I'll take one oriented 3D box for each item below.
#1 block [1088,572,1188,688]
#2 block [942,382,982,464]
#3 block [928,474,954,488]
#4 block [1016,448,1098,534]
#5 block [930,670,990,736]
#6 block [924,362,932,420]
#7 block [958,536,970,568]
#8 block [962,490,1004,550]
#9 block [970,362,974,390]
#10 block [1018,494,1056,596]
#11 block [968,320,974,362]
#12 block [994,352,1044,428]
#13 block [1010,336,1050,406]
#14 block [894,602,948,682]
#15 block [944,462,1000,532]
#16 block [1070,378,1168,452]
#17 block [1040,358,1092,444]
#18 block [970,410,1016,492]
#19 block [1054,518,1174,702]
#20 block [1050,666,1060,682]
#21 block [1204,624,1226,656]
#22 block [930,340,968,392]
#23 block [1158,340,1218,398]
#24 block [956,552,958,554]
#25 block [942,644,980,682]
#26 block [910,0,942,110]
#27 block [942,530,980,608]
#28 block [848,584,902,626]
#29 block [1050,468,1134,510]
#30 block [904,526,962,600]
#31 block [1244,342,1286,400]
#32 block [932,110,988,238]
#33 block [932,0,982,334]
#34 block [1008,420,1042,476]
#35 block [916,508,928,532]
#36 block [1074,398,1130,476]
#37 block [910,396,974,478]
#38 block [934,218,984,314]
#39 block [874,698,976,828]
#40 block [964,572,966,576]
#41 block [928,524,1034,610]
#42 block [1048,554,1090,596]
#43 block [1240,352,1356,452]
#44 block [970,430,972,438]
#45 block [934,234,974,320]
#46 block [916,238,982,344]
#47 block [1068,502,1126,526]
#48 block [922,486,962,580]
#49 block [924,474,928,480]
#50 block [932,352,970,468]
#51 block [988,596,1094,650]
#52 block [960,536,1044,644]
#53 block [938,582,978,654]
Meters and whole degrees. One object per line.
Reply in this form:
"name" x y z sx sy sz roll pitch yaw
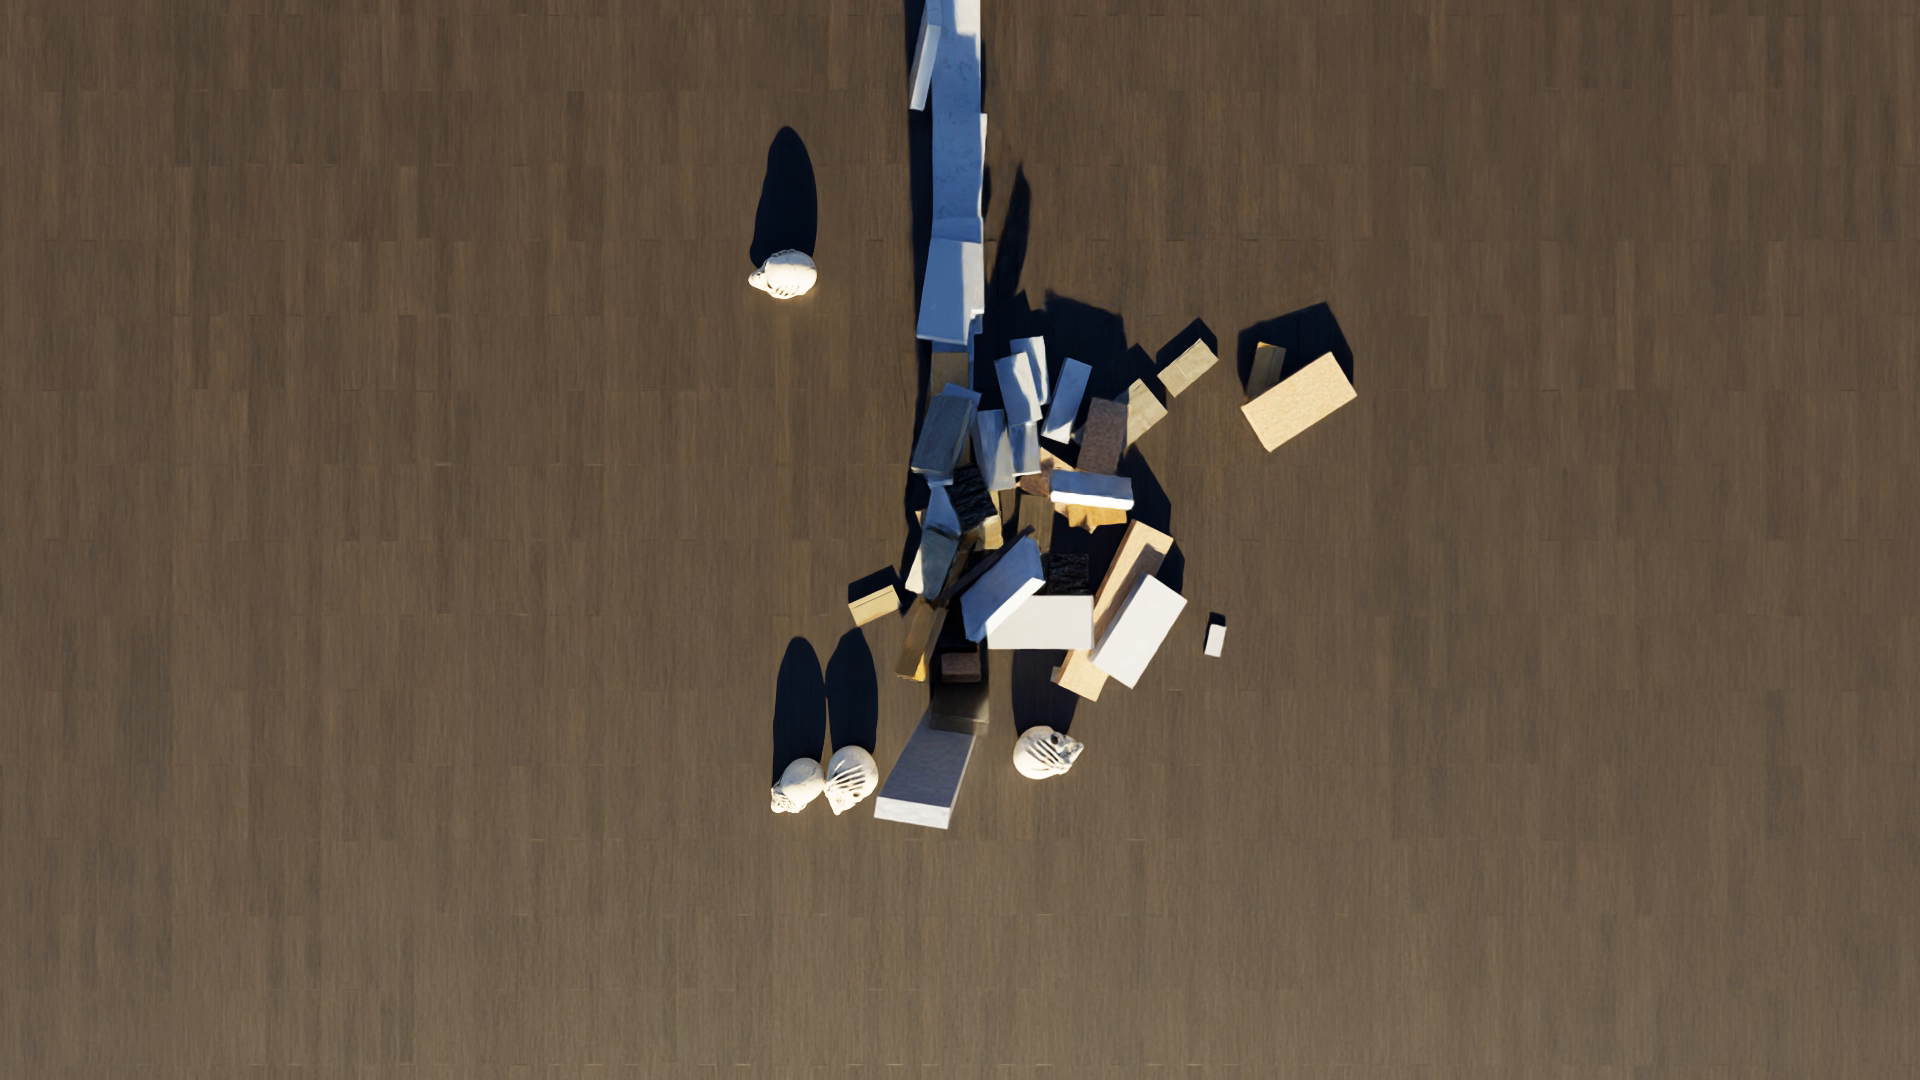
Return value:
"block" 0.585 0.298 5.441 0.172 0.049 0.345 33 88 -20
"block" -0.023 -0.378 5.322 0.118 0.034 0.237 19 100 2
"block" -0.064 -0.227 5.243 0.081 0.161 0.023 -9 128 3
"block" 0.352 -0.164 5.479 0.297 0.042 0.149 33 90 0
"block" 0.003 0.506 5.185 0.172 0.629 0.049 8 97 0
"block" -0.057 -0.474 5.411 0.103 0.029 0.206 7 90 0
"block" 0.004 0.043 5.474 0.054 0.015 0.108 -6 71 4
"block" 0.064 -0.098 5.453 0.132 0.037 0.264 -6 90 -28
"block" -0.007 -0.626 5.440 0.103 0.029 0.362 1 90 0
"block" 0.242 0.045 5.455 0.113 0.032 0.385 6 95 12
"block" -0.007 -0.686 5.411 0.103 0.029 0.206 -1 90 0
"block" 0.194 -0.497 5.447 0.113 0.032 0.225 -14 87 11
"block" 0.234 -0.558 5.484 0.113 0.032 0.225 -7 90 0
"block" -0.126 0.331 5.392 0.035 0.125 0.249 25 82 -32
"block" 0.029 -0.136 5.191 0.118 0.034 0.237 -18 50 -7
"block" 0.528 -0.384 5.479 0.297 0.042 0.149 -40 90 0
"block" 0.352 -0.462 5.471 0.094 0.027 0.270 18 90 -21
"block" 0.108 -0.295 5.440 0.037 0.132 0.264 -10 90 45
"block" 0.509 0.232 5.454 0.149 0.042 0.598 26 90 -20
"block" 0.356 0.454 5.493 0.102 0.014 0.051 11 90 0
"block" 0.850 0.334 5.493 0.051 0.014 0.102 12 90 0
"block" -0.032 -0.631 5.357 0.116 0.033 0.302 2 99 0
"block" 0.757 -0.572 5.487 0.188 0.027 0.094 -40 90 0
"block" -0.032 0.086 5.442 0.054 0.015 0.108 21 70 13
"block" 0.002 0.365 5.391 0.125 0.249 0.035 -1 129 0
"block" -0.113 -1.569 5.325 0.045 0.320 0.160 5 50 -10
"block" -0.004 0.094 5.285 0.033 0.116 0.231 25 122 6
"block" -0.282 0.218 5.489 0.161 0.023 0.081 -24 90 0
"block" 0.425 -0.165 5.346 0.263 0.130 0.037 7 127 -5
"block" -0.088 0.077 5.361 0.116 0.033 0.231 25 117 8
"block" 1.015 -0.555 5.487 0.094 0.027 0.188 14 90 0
"block" -0.008 -1.119 5.433 0.153 0.043 0.571 4 90 0
"block" -0.011 -1.347 5.477 0.160 0.045 1.325 0 90 0
"block" 0.213 -0.311 5.458 0.095 0.027 0.189 -6 78 12
"block" -0.082 -0.032 5.391 0.079 0.022 0.158 -13 105 21
"block" 0.469 -0.329 5.440 0.130 0.037 0.260 13 90 0
"block" -0.057 -0.330 5.219 0.130 0.037 0.260 8 68 21
"block" -0.002 -0.875 5.266 0.153 0.043 0.307 -1 81 0
"block" -0.061 0.599 4.665 0.172 1.662 0.049 9 93 3
"block" -0.006 0.103 5.473 0.054 0.015 0.108 2 68 0
"block" 0.072 0.086 5.222 0.422 0.094 0.027 -38 87 -30
"block" 0.363 0.178 5.481 0.132 0.037 0.264 -1 90 0
"block" 1.120 -0.458 5.456 0.344 0.049 0.172 -32 94 -5
"block" 0.004 -0.350 5.471 0.068 0.019 0.137 18 90 0
"block" -0.015 -0.871 5.309 0.153 0.043 0.307 6 81 1
"block" -0.035 -0.786 5.207 0.160 0.045 0.319 8 81 1
"block" 0.451 -0.097 5.445 0.189 0.027 0.095 -4 90 0
"block" -0.055 -0.041 5.348 0.116 0.033 0.335 17 113 11
"block" -0.079 -0.206 5.435 0.061 0.017 0.122 -34 89 2
"block" -0.028 -0.376 5.357 0.118 0.034 0.465 0 99 5
"block" 0.265 0.269 5.414 0.345 0.049 0.172 -1 91 16
"block" 0.130 0.158 5.205 0.049 0.172 0.344 22 131 -31
"block" -0.008 0.254 5.416 0.125 0.035 0.249 0 56 0
